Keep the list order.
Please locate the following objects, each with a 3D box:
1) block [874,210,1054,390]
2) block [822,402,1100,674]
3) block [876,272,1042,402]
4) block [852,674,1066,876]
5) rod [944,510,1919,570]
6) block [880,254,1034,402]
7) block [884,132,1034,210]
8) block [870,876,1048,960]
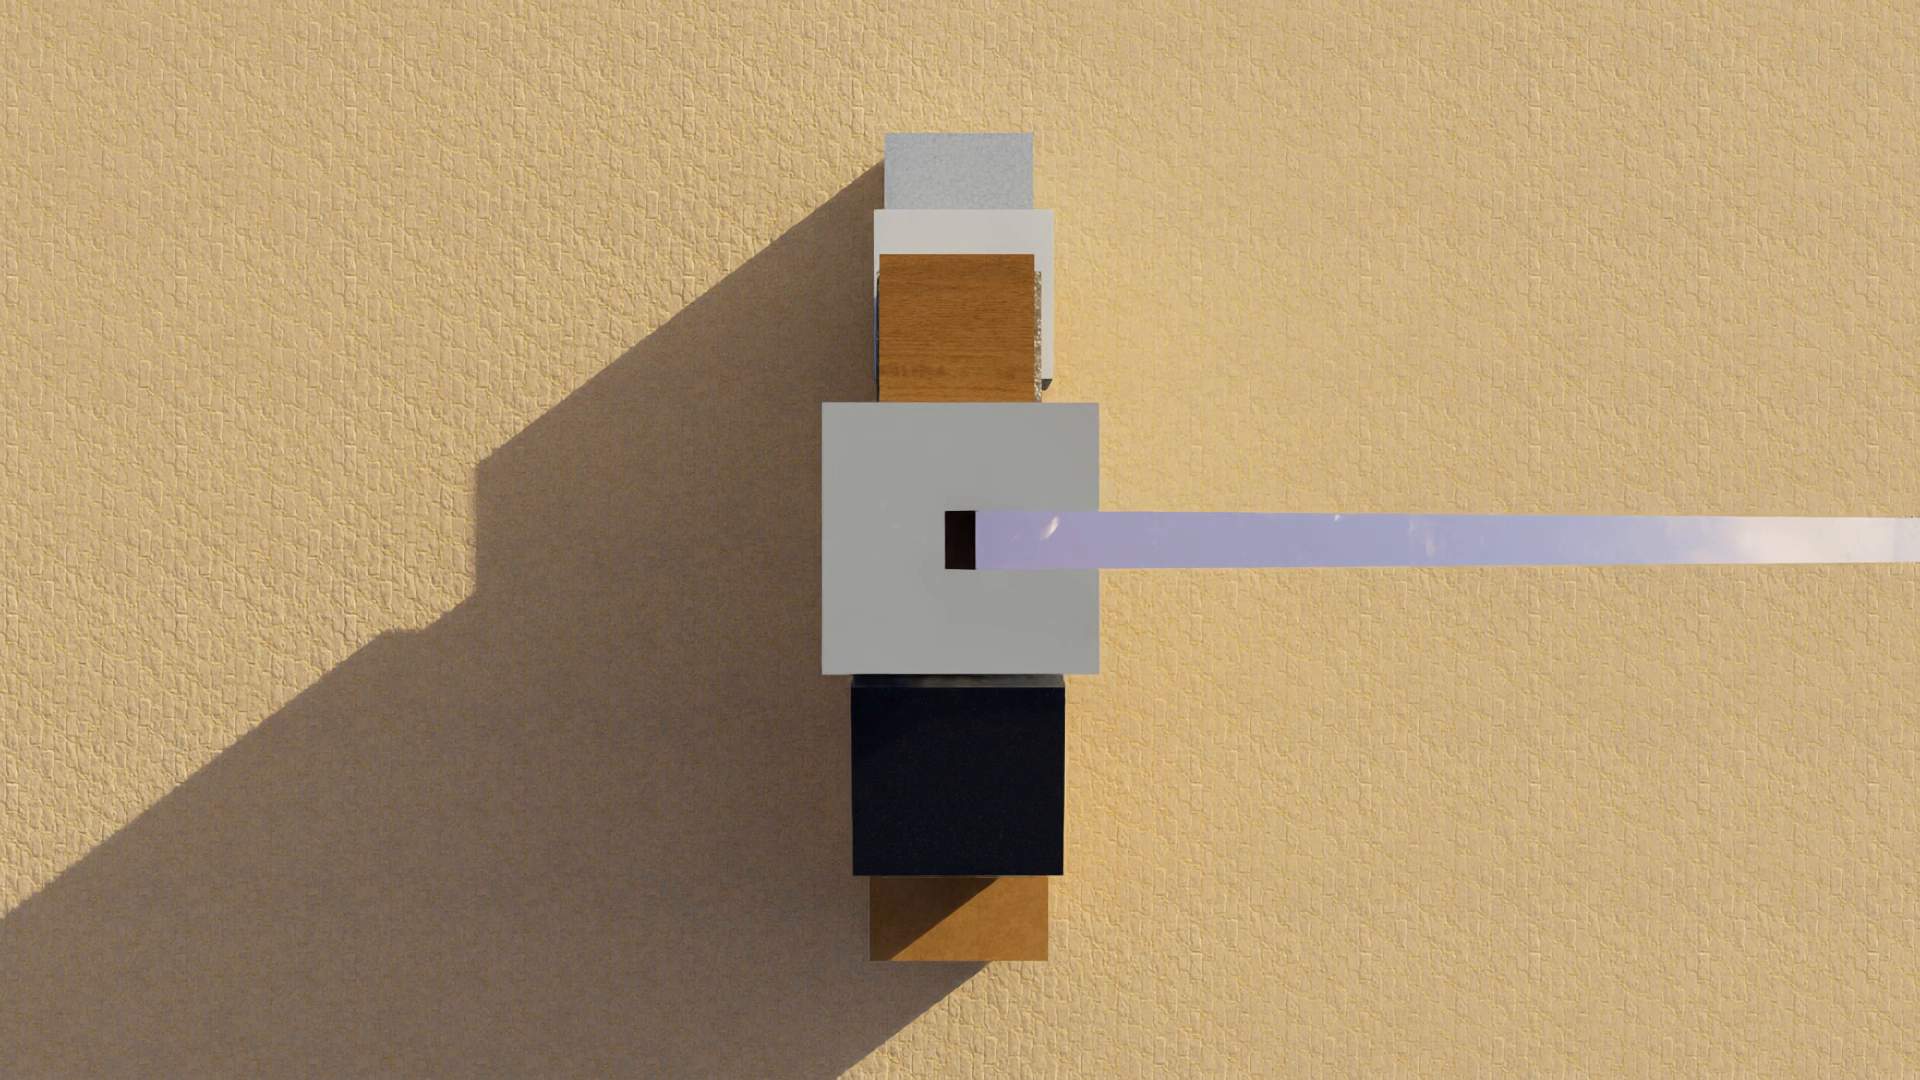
[{"bbox_3d":[0.019,-1.260,11.710,0.919,0.893,0.866,0,90,0],"label":"block"},{"bbox_3d":[0.002,-0.004,6.741,0.797,0.859,0.781,0,90,0],"label":"block"},{"bbox_3d":[-0.005,-0.862,10.839,0.781,0.848,0.821,0,90,0],"label":"block"},{"bbox_3d":[-0.008,0.924,9.568,0.883,0.882,0.810,0,101,0],"label":"block"},{"bbox_3d":[2.212,0.000,4.353,5.200,0.080,0.080,0,90,-32],"label":"rod"},{"bbox_3d":[-0.014,-0.880,10.062,0.686,0.706,0.765,0,90,0],"label":"block"},{"bbox_3d":[-0.006,-1.903,12.649,0.832,0.702,0.749,0,90,0],"label":"block"},{"bbox_3d":[-0.005,1.761,12.449,0.965,1.102,1.032,0,90,0],"label":"block"}]
